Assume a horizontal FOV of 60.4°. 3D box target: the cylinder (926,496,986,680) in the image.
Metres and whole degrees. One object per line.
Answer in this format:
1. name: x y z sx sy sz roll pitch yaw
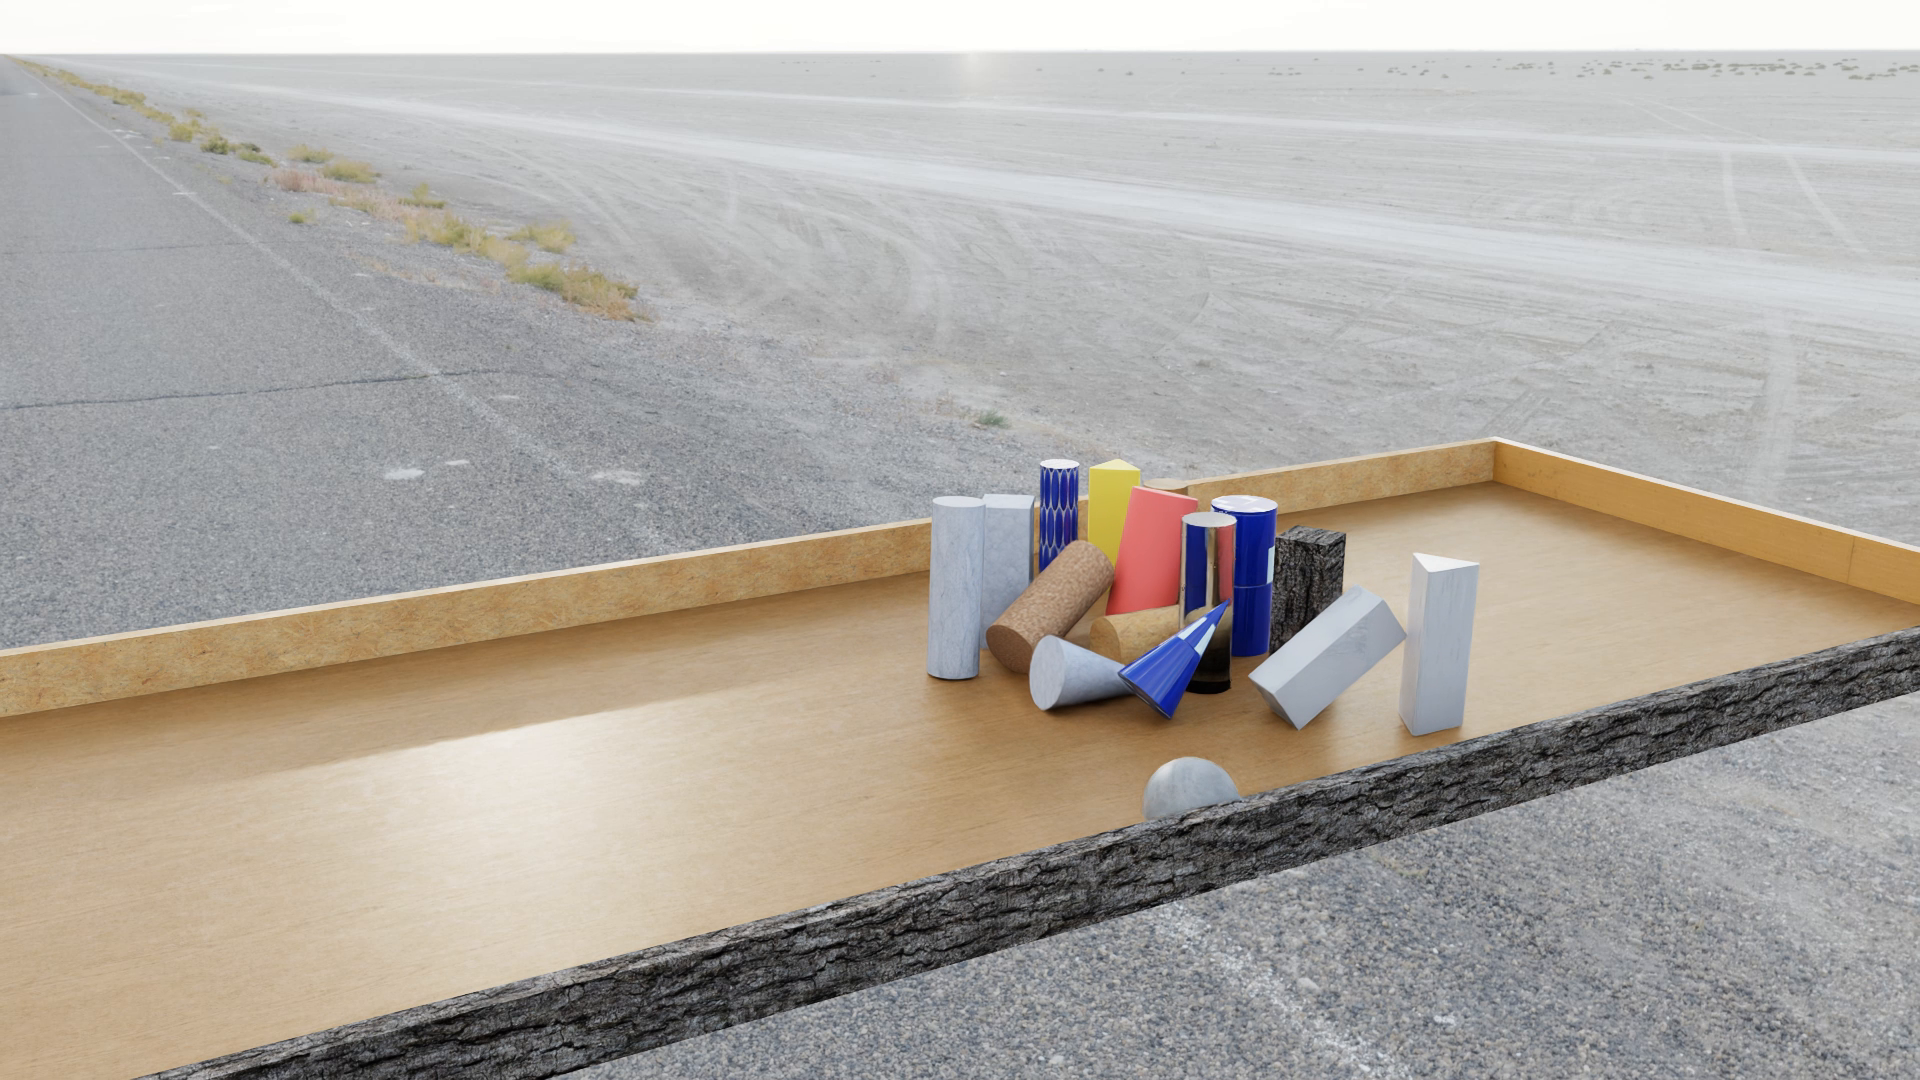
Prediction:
1. cylinder: -0.010 0.119 4.153 0.134 0.441 0.134 2 13 0

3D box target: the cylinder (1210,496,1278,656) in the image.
1. cylinder: 0.739 0.094 4.341 0.170 0.392 0.170 0 16 0

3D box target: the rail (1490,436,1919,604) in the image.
1. rail: 2.466 -0.048 5.253 0.050 0.150 2.100 -9 18 -27

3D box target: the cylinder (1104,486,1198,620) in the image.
1. cylinder: 0.503 0.068 4.367 0.178 0.393 0.178 11 6 -1

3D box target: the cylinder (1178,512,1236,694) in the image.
1. cylinder: 0.607 0.156 4.062 0.133 0.429 0.133 -1 17 0

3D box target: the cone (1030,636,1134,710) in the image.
1. cone: 0.373 0.342 4.038 0.365 0.179 0.179 8 12 -24

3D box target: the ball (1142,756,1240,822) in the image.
1. ball: 0.453 0.522 3.236 0.193 0.193 0.193 0 16 0

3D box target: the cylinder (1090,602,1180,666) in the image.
1. cylinder: 0.504 0.254 4.209 0.307 0.160 0.160 -12 20 -20

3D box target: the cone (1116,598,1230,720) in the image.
1. cone: 0.538 0.252 3.900 0.316 0.168 0.168 -47 29 -6

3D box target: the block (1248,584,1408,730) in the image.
1. block: 0.866 0.274 3.888 0.341 0.124 0.124 -40 24 -4

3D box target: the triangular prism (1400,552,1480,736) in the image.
1. triangular prism: 1.087 0.237 3.842 0.150 0.396 0.130 -7 18 -27

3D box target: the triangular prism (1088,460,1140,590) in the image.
1. triangular prism: 0.457 -0.047 4.866 0.146 0.365 0.126 3 17 10

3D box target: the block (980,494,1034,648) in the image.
1. block: 0.123 0.085 4.376 0.133 0.389 0.133 2 17 8

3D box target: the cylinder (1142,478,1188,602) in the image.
1. cylinder: 0.566 0.026 4.596 0.123 0.377 0.123 0 16 0

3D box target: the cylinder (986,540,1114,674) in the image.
1. cylinder: 0.236 0.170 4.266 0.157 0.157 0.369 13 44 37

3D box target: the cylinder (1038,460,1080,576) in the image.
1. cylinder: 0.273 0.001 4.579 0.107 0.436 0.107 0 16 0

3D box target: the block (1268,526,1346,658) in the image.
1. block: 0.860 0.171 4.095 0.131 0.382 0.131 11 19 32

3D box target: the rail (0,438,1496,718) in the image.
1. rail: -3.305 0.497 3.399 12.000 0.150 0.050 -9 18 -27

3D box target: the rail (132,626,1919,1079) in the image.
1. rail: -2.336 1.006 1.665 12.000 0.150 0.050 -9 18 -27
